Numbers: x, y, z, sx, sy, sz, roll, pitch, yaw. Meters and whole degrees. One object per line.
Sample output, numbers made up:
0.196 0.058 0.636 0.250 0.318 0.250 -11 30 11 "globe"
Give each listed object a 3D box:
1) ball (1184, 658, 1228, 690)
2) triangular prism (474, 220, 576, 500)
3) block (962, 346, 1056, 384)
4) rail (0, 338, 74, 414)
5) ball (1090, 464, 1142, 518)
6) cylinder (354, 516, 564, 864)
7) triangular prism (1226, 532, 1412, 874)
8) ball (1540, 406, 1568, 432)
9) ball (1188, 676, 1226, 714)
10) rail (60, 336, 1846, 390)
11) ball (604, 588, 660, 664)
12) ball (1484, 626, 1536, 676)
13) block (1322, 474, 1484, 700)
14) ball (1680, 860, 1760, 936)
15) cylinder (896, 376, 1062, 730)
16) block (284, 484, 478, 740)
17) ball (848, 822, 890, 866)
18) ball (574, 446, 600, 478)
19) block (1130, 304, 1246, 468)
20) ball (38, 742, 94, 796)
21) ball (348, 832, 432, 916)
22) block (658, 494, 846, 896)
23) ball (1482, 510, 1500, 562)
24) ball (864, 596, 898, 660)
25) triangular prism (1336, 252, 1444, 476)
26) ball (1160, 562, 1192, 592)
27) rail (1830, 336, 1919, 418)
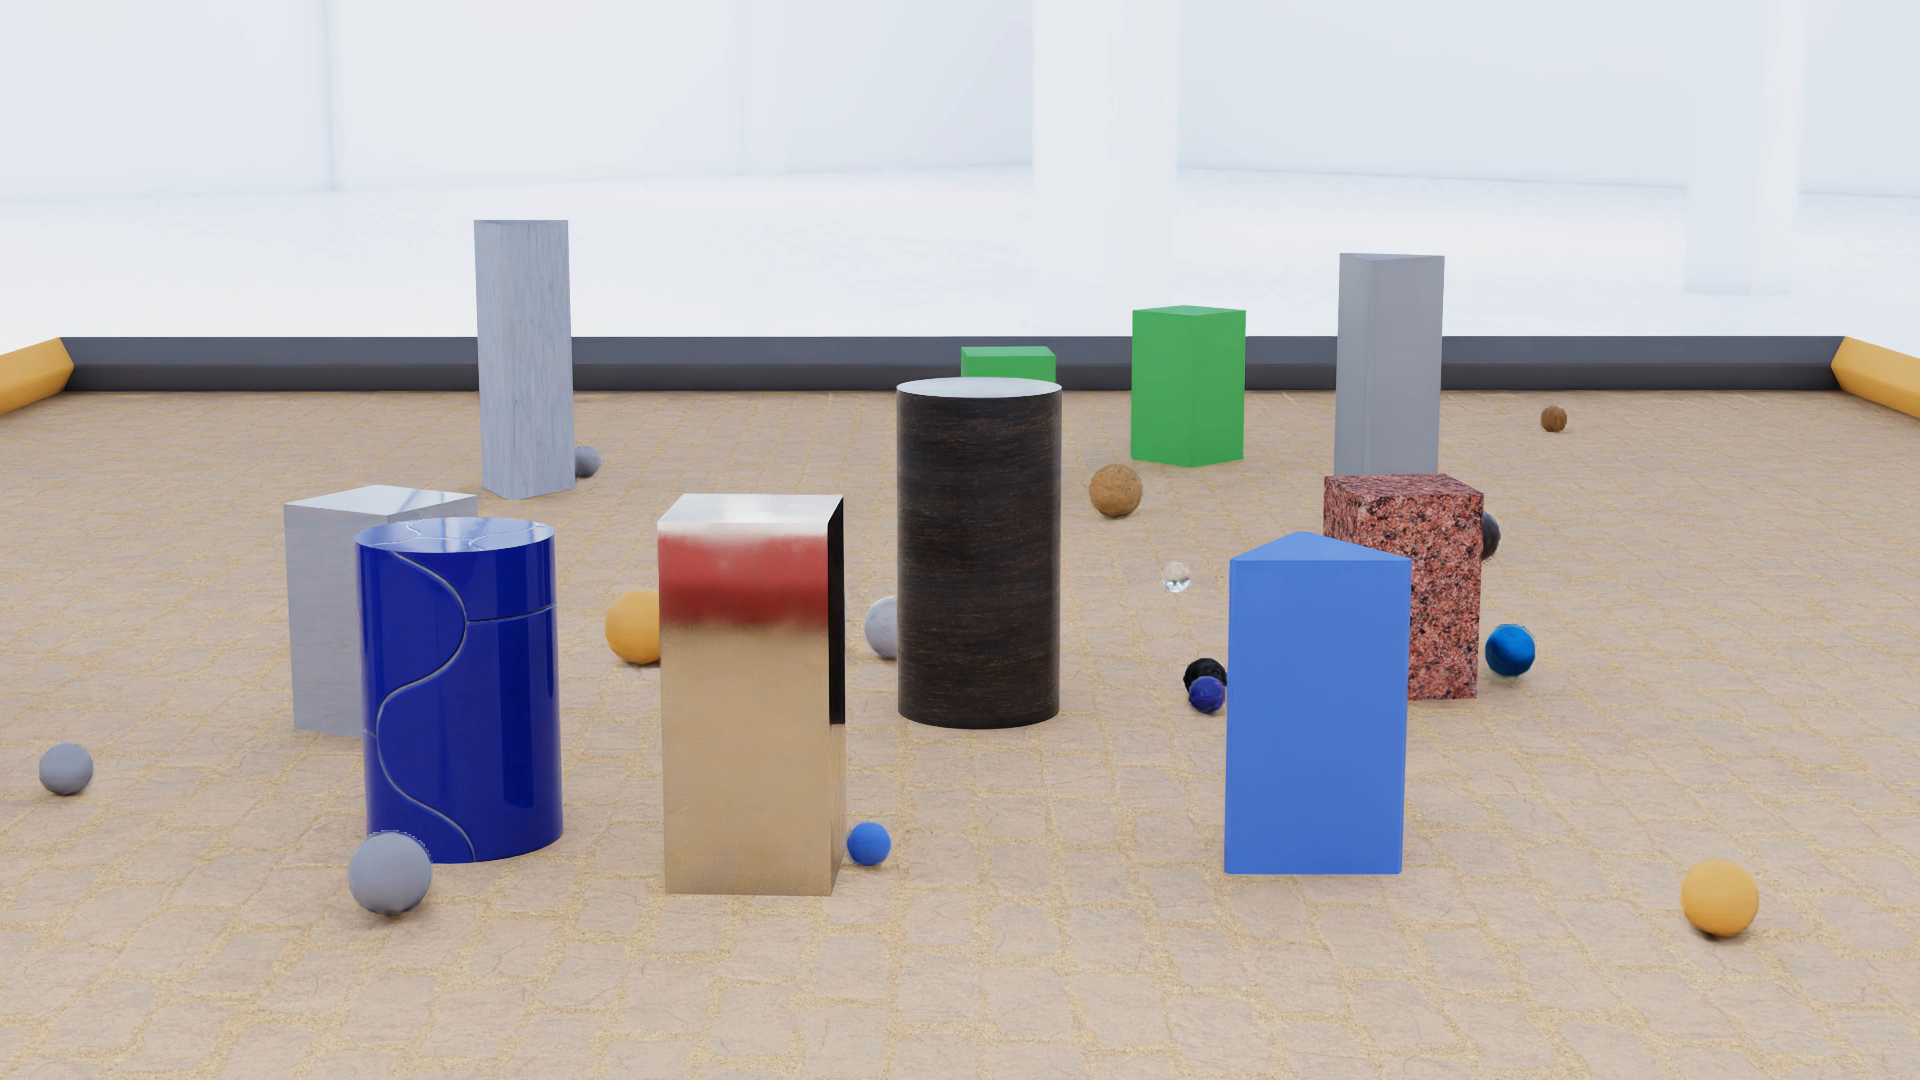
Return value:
0.281 0.160 2.939 0.050 0.050 0.050 0 11 0 "ball"
-0.766 -0.312 4.362 0.138 0.459 0.159 7 13 32 "triangular prism"
0.081 -0.199 4.346 0.147 0.243 0.147 -1 11 -4 "block"
-1.965 0.033 3.439 0.045 0.119 4.617 0 11 0 "rail"
0.252 -0.080 4.134 0.086 0.086 0.086 0 11 0 "ball"
-0.471 0.137 2.419 0.184 0.291 0.184 0 11 0 "cylinder"
0.321 0.147 2.370 0.159 0.290 0.138 0 11 0 "triangular prism"
1.174 -0.238 5.074 0.053 0.053 0.053 0 11 0 "ball"
0.279 0.175 2.895 0.043 0.043 0.043 0 11 0 "ball"
-0.013 -0.390 5.696 3.978 0.119 0.045 0 11 0 "rail"
-0.388 0.105 3.131 0.092 0.092 0.092 0 11 0 "ball"
0.658 0.133 3.068 0.061 0.061 0.061 0 11 0 "ball"
0.515 0.053 3.006 0.147 0.240 0.147 -1 11 -7 "block"
0.640 0.302 2.161 0.063 0.063 0.063 0 11 0 "ball"
0.021 0.011 2.884 0.184 0.368 0.184 0 11 0 "cylinder"
-0.635 0.079 2.838 0.147 0.251 0.147 6 12 29 "block"
-0.083 0.278 2.348 0.040 0.040 0.040 0 11 0 "ball"
-0.663 -0.138 4.524 0.058 0.058 0.058 0 11 0 "ball"
0.420 -0.285 4.720 0.147 0.275 0.147 -10 15 -44 "block"
-0.897 0.230 2.574 0.053 0.053 0.053 0 11 0 "ball"
-0.492 0.288 2.212 0.071 0.071 0.071 0 11 0 "ball"
-0.184 0.136 2.309 0.147 0.334 0.147 1 11 3 "block"
0.749 -0.006 3.755 0.082 0.082 0.082 0 11 0 "ball"
-0.080 0.108 3.156 0.078 0.078 0.078 0 11 0 "ball"
0.633 -0.221 3.951 0.159 0.433 0.138 -8 13 -38 "triangular prism"
0.299 0.051 3.552 0.043 0.043 0.043 0 11 0 "ball"
1.965 0.029 3.461 0.045 0.119 4.617 0 11 0 "rail"
